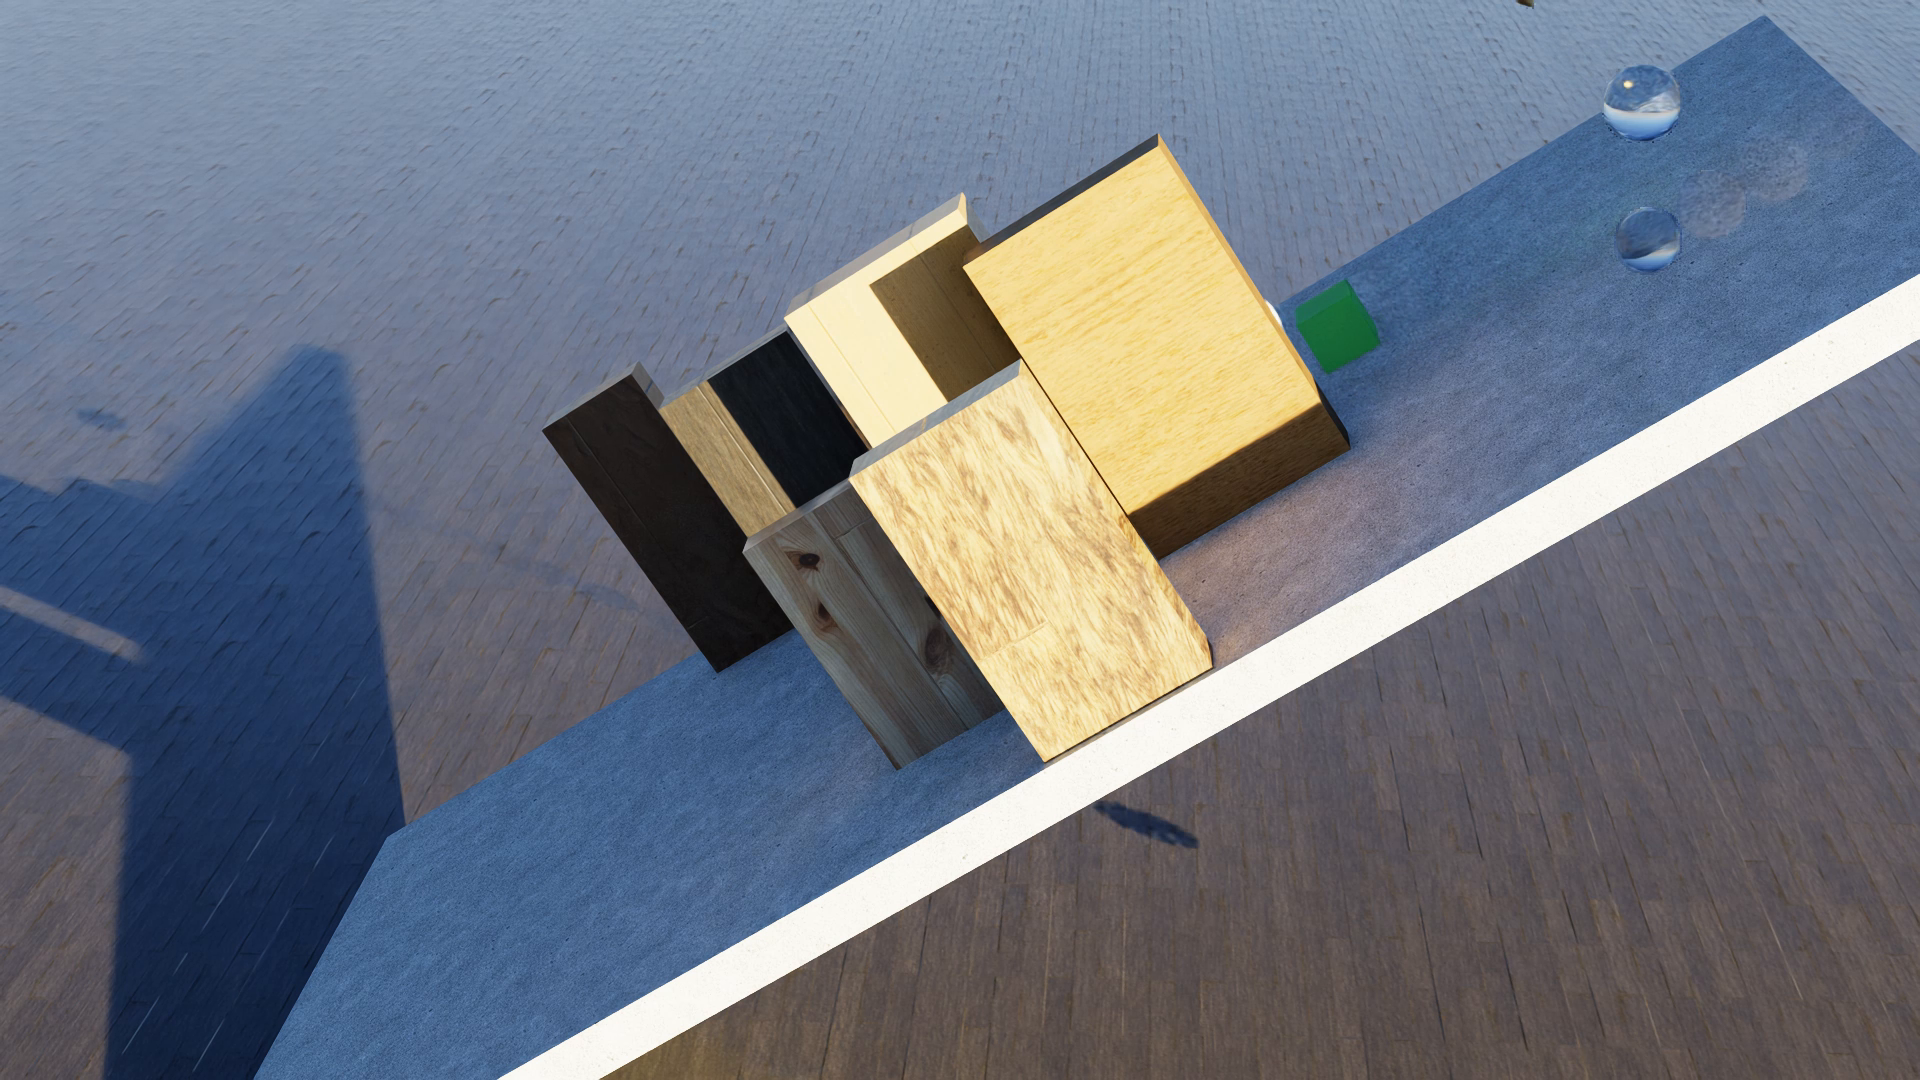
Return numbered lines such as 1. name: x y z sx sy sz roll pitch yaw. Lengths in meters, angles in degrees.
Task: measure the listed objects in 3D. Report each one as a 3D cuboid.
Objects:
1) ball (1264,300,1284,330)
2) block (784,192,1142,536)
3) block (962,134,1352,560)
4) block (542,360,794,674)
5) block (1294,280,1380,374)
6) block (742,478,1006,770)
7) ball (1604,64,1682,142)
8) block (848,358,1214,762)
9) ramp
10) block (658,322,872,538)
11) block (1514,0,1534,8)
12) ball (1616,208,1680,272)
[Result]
1. ball: 0.596 -0.433 6.274 0.190 0.190 0.190 0 20 0
2. block: 0.038 -0.271 6.147 0.426 0.791 0.147 -31 15 14
3. block: 0.394 -0.377 5.852 0.449 0.724 0.116 -31 15 14
4. block: -0.679 -0.051 7.095 0.263 0.735 0.109 -31 15 14
5. block: 0.816 -0.462 6.370 0.131 0.131 0.131 -30 15 14
6. block: -0.091 0.120 5.702 0.424 0.538 0.082 -31 15 14
7. ball: 1.326 -0.850 5.716 0.149 0.149 0.149 0 20 0
8. block: 0.132 0.043 5.264 0.356 0.644 0.106 -31 15 14
9. ramp: 0.140 0.170 6.295 4.000 0.100 2.000 -31 15 14
10. block: -0.314 -0.095 6.486 0.339 0.720 0.096 -31 15 14
11. block: 1.031 -1.139 5.600 0.167 0.167 0.167 27 7 21
12. ball: 1.325 -0.576 5.663 0.122 0.122 0.122 0 20 0
